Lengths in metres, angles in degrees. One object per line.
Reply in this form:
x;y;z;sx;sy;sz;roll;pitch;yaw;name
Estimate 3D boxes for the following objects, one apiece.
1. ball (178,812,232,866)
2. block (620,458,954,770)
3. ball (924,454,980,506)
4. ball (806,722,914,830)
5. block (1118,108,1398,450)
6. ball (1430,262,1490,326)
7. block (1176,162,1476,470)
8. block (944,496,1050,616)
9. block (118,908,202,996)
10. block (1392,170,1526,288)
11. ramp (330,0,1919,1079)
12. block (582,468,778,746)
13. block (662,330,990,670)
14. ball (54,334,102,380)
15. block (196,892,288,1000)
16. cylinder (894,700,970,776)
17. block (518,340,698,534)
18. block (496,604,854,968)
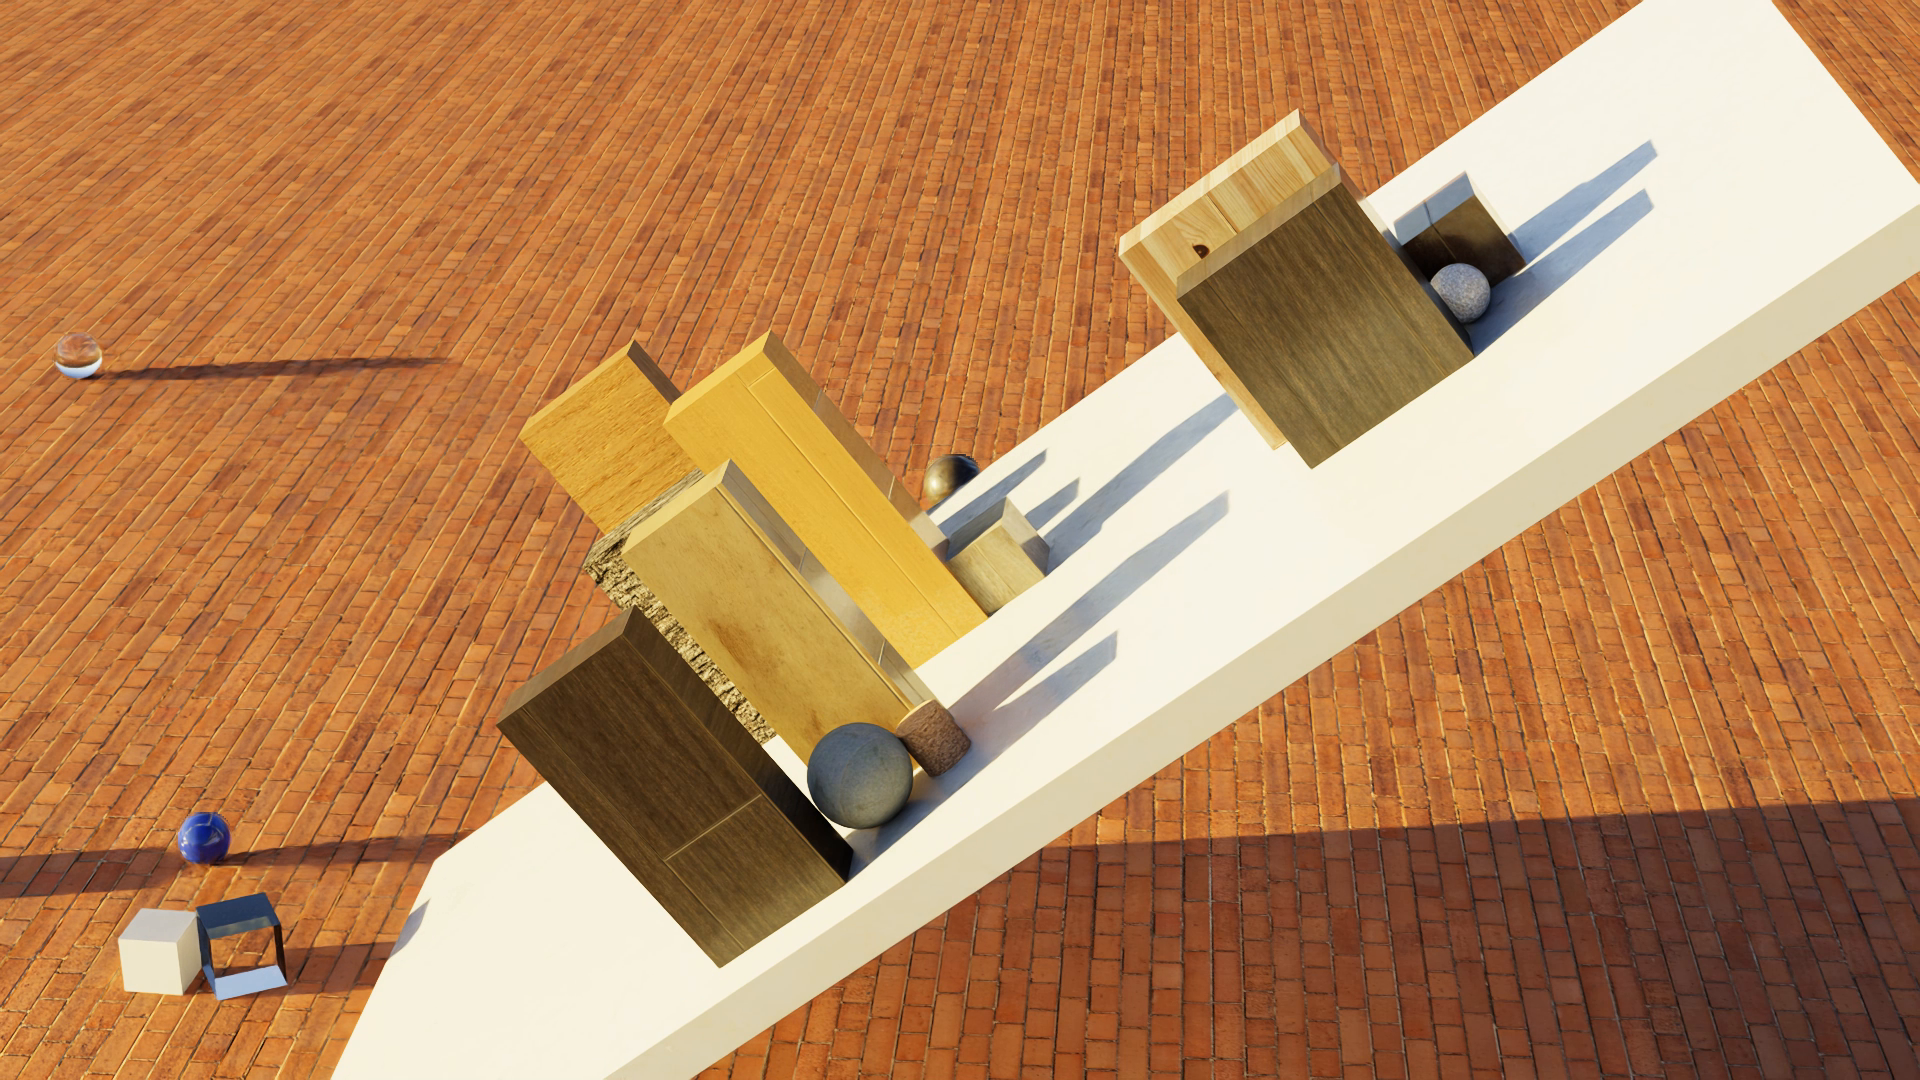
-2.043;0.808;7.949;0.141;0.141;0.141;0;23;0;ball
-0.337;0.196;5.853;0.259;0.709;0.128;-35;16;17;block
-0.022;-0.190;10.190;0.209;0.209;0.209;0;23;0;ball
-0.195;0.460;5.732;0.209;0.209;0.209;0;23;0;ball
0.651;-0.516;5.880;0.440;0.517;0.124;-35;16;17;block
0.979;-0.482;5.766;0.122;0.122;0.122;0;23;0;ball
0.703;-0.430;5.673;0.384;0.437;0.138;-35;16;17;block
0.082;0.034;6.364;0.154;0.154;0.154;-35;16;19;block
-2.010;1.036;7.406;0.151;0.151;0.151;3;23;7;block
1.004;-0.599;5.921;0.180;0.180;0.180;-35;16;16;block
0.124;0.182;6.332;4.000;0.100;2.000;-35;16;17;ramp
-0.511;0.148;6.627;0.370;0.581;0.129;-35;16;17;block
-0.278;-0.063;6.328;0.276;0.764;0.139;-35;16;17;block
-3.435;-0.716;11.455;0.178;0.178;0.178;0;23;0;ball
-1.810;1.022;7.406;0.176;0.176;0.176;-11;25;-23;block
-0.054;0.390;5.786;0.108;0.108;0.108;-37;16;12;cylinder
-0.689;-0.079;7.270;0.353;0.792;0.111;-35;16;17;block
-0.542;0.478;5.647;0.321;0.659;0.134;-35;16;17;block
